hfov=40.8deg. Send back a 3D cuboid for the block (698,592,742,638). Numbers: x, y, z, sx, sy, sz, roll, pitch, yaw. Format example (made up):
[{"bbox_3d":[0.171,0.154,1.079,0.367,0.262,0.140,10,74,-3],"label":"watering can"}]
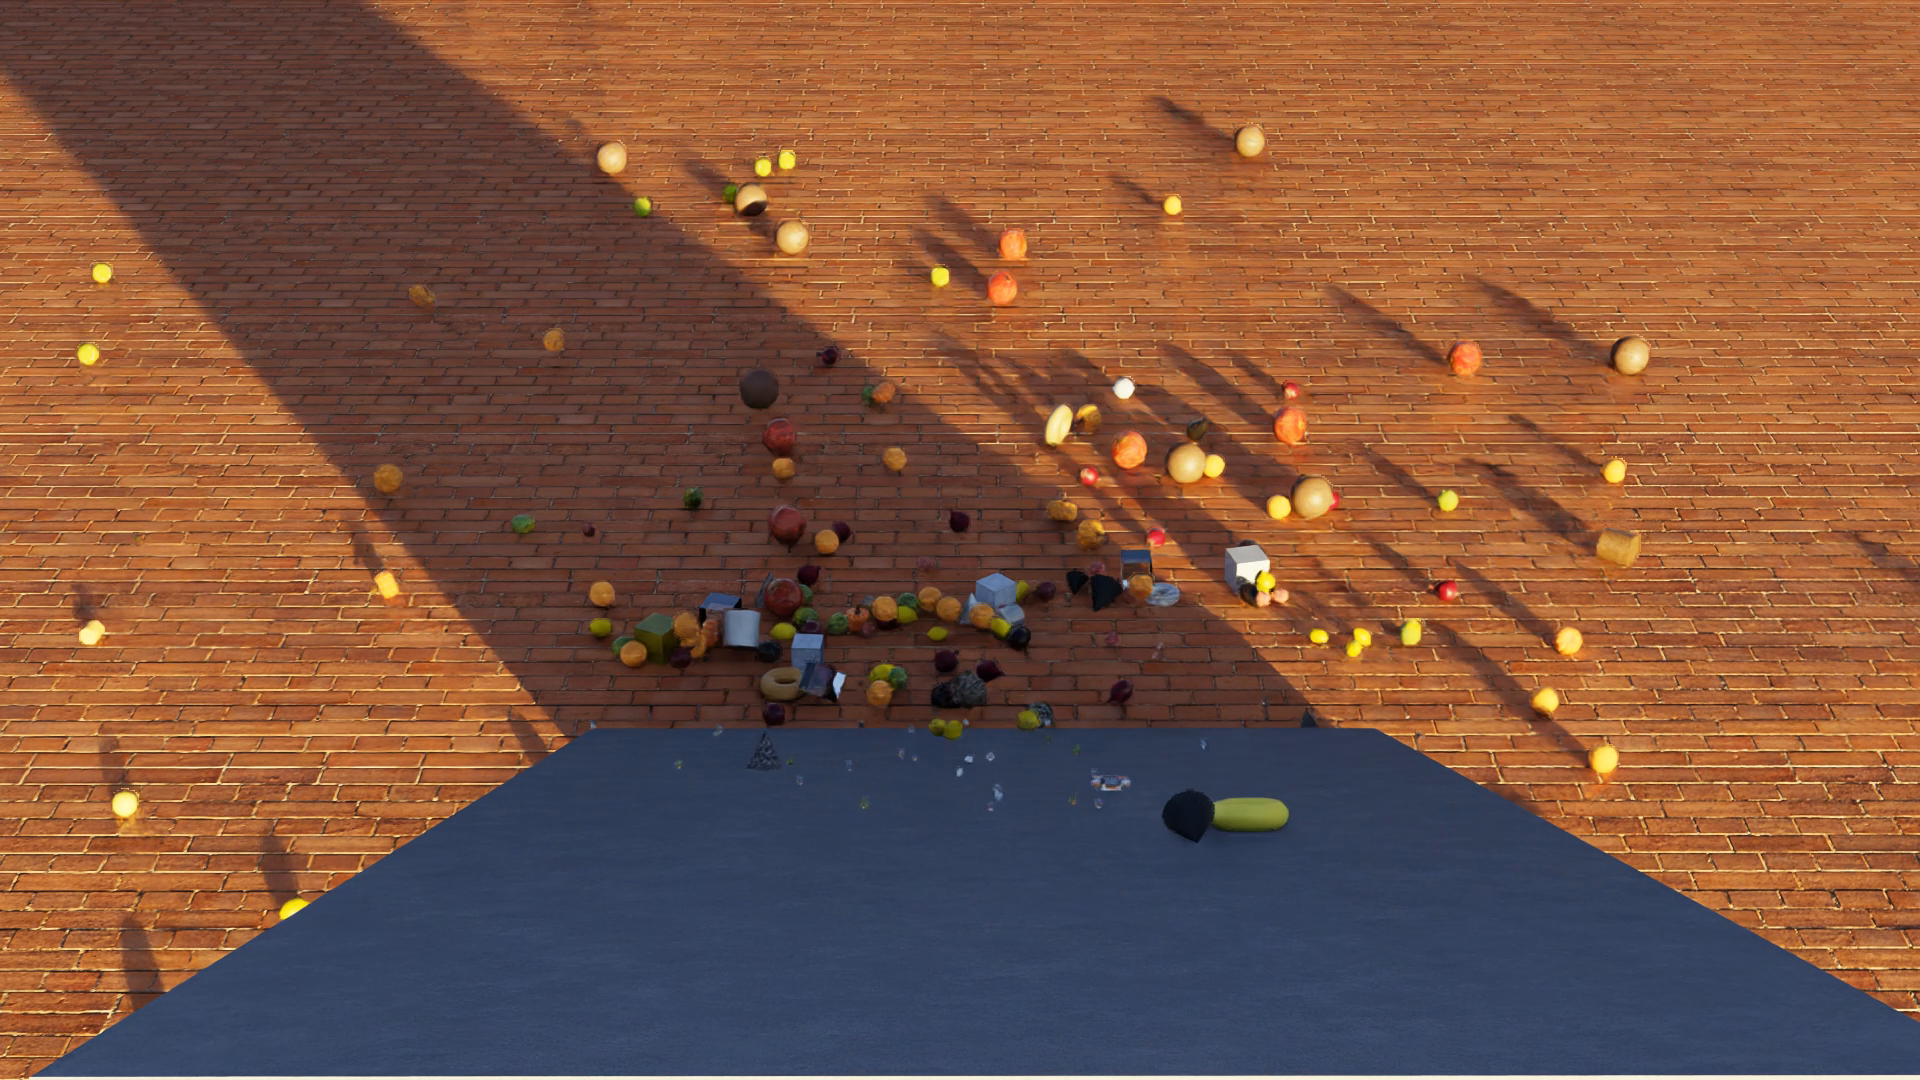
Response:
[{"bbox_3d":[-0.667,0.213,7.206,0.091,0.091,0.091,8,29,15],"label":"block"}]

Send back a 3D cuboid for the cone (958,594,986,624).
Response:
[{"bbox_3d":[0.033,0.183,7.273,0.082,0.082,0.082,0,28,0],"label":"cone"}]

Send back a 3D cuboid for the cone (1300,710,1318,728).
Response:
[{"bbox_3d":[0.907,0.466,6.741,0.053,0.053,0.053,-12,1,0],"label":"cone"}]

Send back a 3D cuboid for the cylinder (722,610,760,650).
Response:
[{"bbox_3d":[-0.601,0.247,7.090,0.097,0.097,0.097,3,-10,0],"label":"cylinder"}]

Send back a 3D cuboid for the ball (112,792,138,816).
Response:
[{"bbox_3d":[-2.068,0.653,6.395,0.061,0.061,0.061,0,28,0],"label":"ball"}]

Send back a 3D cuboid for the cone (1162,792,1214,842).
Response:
[{"bbox_3d":[0.399,0.492,4.415,0.091,0.091,0.091,-2,28,-4],"label":"cone"}]

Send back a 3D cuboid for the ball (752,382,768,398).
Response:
[{"bbox_3d":[-0.668,-0.501,8.612,0.054,0.054,0.054,0,28,0],"label":"ball"}]

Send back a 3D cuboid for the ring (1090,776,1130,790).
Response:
[{"bbox_3d":[0.303,0.488,5.188,0.081,0.027,0.081,1,0,0],"label":"ring"}]

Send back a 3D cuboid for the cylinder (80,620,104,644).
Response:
[{"bbox_3d":[-2.408,0.256,7.165,0.050,0.050,0.050,2,28,4],"label":"cylinder"}]

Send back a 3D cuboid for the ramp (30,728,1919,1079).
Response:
[{"bbox_3d":[0.062,0.560,4.598,2.000,0.100,4.000,0,1,0],"label":"ramp"}]

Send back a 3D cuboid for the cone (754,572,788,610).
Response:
[{"bbox_3d":[-0.538,0.130,7.355,0.099,0.099,0.099,0,28,0],"label":"cone"}]

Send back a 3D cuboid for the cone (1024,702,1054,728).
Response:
[{"bbox_3d":[0.202,0.467,6.646,0.076,0.076,0.076,2,23,4],"label":"cone"}]

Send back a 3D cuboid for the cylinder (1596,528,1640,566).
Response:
[{"bbox_3d":[1.929,0.019,7.571,0.093,0.093,0.093,19,33,30],"label":"cylinder"}]

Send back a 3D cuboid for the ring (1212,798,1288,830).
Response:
[{"bbox_3d":[0.511,0.487,4.584,0.143,0.048,0.143,-1,1,0],"label":"ring"}]

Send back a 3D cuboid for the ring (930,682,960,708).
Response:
[{"bbox_3d":[-0.028,0.414,6.881,0.105,0.035,0.105,-1,29,0],"label":"ring"}]

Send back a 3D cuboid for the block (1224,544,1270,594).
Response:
[{"bbox_3d":[0.826,0.084,7.445,0.097,0.097,0.097,-7,28,-13],"label":"block"}]

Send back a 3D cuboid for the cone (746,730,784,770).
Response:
[{"bbox_3d":[-0.424,0.455,5.622,0.082,0.082,0.082,0,1,0],"label":"cone"}]

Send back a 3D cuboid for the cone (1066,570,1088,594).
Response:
[{"bbox_3d":[0.332,0.134,7.424,0.065,0.065,0.065,5,55,10],"label":"cone"}]

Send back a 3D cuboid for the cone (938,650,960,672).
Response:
[{"bbox_3d":[-0.018,0.333,7.046,0.059,0.059,0.059,22,8,36],"label":"cone"}]

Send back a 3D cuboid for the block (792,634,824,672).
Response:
[{"bbox_3d":[-0.414,0.309,7.034,0.079,0.079,0.079,2,28,4],"label":"block"}]

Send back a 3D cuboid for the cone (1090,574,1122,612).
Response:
[{"bbox_3d":[0.400,0.167,7.344,0.098,0.098,0.098,13,57,23],"label":"cone"}]

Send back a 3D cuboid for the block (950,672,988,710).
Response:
[{"bbox_3d":[0.022,0.397,6.817,0.064,0.064,0.064,-32,50,25],"label":"block"}]

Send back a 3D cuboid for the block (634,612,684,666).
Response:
[{"bbox_3d":[-0.825,0.272,7.088,0.096,0.096,0.096,15,31,27],"label":"block"}]

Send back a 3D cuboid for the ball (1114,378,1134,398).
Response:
[{"bbox_3d":[0.545,-0.504,8.603,0.068,0.068,0.068,0,28,0],"label":"ball"}]

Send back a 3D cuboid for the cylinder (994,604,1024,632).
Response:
[{"bbox_3d":[0.137,0.218,7.225,0.063,0.063,0.063,-18,32,-30],"label":"cylinder"}]

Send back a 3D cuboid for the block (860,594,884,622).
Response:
[{"bbox_3d":[-0.247,0.194,7.282,0.055,0.055,0.055,9,29,17],"label":"block"}]

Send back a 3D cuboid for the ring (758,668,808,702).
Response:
[{"bbox_3d":[-0.469,0.387,6.920,0.142,0.047,0.142,1,26,0],"label":"ring"}]

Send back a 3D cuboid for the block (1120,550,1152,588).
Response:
[{"bbox_3d":[0.509,0.084,7.463,0.082,0.082,0.082,0,28,-1],"label":"block"}]

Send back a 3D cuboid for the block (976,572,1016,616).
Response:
[{"bbox_3d":[0.102,0.156,7.325,0.082,0.082,0.082,-22,35,-35],"label":"block"}]

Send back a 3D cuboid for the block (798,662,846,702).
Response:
[{"bbox_3d":[-0.367,0.378,6.871,0.077,0.077,0.077,17,-5,30],"label":"block"}]

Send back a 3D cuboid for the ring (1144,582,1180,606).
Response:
[{"bbox_3d":[0.576,0.156,7.377,0.106,0.035,0.106,-1,27,1],"label":"ring"}]
